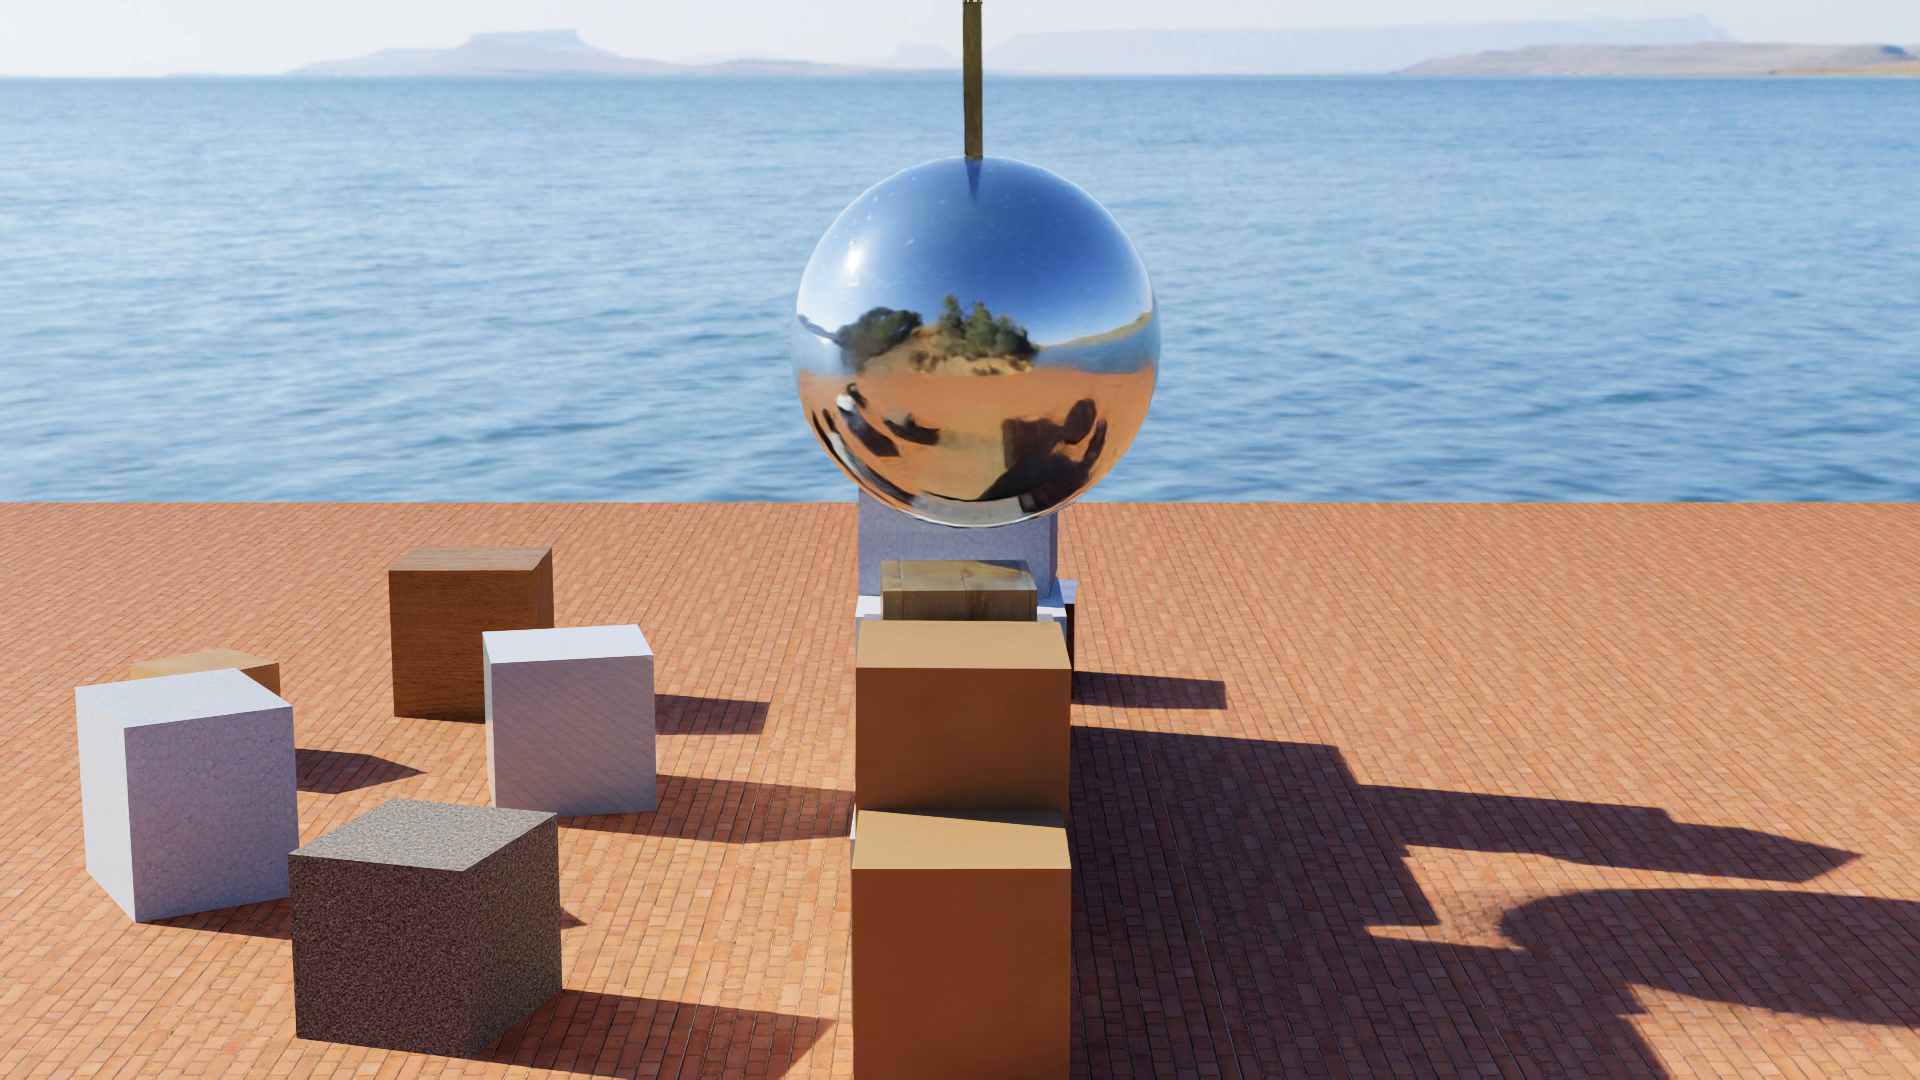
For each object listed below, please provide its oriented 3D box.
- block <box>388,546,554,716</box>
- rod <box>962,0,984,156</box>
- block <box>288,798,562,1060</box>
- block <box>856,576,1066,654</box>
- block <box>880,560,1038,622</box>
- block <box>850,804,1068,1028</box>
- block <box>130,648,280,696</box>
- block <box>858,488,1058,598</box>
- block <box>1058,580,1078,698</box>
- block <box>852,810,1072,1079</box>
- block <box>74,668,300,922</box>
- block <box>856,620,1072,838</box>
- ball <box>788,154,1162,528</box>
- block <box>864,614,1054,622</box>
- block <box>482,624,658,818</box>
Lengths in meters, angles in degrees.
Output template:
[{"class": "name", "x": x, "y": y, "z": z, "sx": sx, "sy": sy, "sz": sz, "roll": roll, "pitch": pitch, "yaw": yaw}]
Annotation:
[{"class": "block", "x": -2.737, "y": 0.507, "z": 14.468, "sx": 0.790, "sy": 0.826, "sz": 0.719, "roll": 0, "pitch": 10, "yaw": -1}, {"class": "rod", "x": 0.029, "y": -4.192, "z": 10.418, "sx": 0.080, "sy": 5.200, "sz": 0.080, "roll": -1, "pitch": 10, "yaw": 0}, {"class": "block", "x": -1.996, "y": 1.443, "z": 9.654, "sx": 0.708, "sy": 0.707, "sz": 0.764, "roll": 3, "pitch": 11, "yaw": 17}, {"class": "block", "x": 0.002, "y": 0.769, "z": 12.503, "sx": 0.984, "sy": 1.013, "sz": 0.965, "roll": 0, "pitch": 10, "yaw": 0}, {"class": "block", "x": -0.014, "y": 0.464, "z": 10.484, "sx": 0.609, "sy": 0.656, "sz": 0.641, "roll": 0, "pitch": 10, "yaw": -3}, {"class": "block", "x": -0.004, "y": 1.384, "z": 9.902, "sx": 0.802, "sy": 0.734, "sz": 0.837, "roll": 0, "pitch": 10, "yaw": 0}, {"class": "block", "x": -3.881, "y": 0.889, "z": 13.228, "sx": 0.526, "sy": 0.519, "sz": 0.545, "roll": 10, "pitch": 14, "yaw": 42}, {"class": "block", "x": 0.003, "y": -0.230, "z": 12.698, "sx": 0.925, "sy": 0.883, "sz": 0.800, "roll": 1, "pitch": 10, "yaw": 5}, {"class": "block", "x": 0.385, "y": 0.565, "z": 14.913, "sx": 0.577, "sy": 0.552, "sz": 0.693, "roll": 1, "pitch": 10, "yaw": 4}, {"class": "block", "x": 0.004, "y": 1.468, "z": 9.120, "sx": 0.744, "sy": 0.848, "sz": 0.710, "roll": 0, "pitch": 10, "yaw": 0}, {"class": "block", "x": -3.374, "y": 1.093, "z": 11.203, "sx": 0.709, "sy": 0.842, "sz": 0.840, "roll": -6, "pitch": 12, "yaw": -31}, {"class": "block", "x": 0.003, "y": 0.710, "z": 9.738, "sx": 0.782, "sy": 0.651, "sz": 0.772, "roll": 0, "pitch": 11, "yaw": -1}, {"class": "ball", "x": 0.066, "y": -0.847, "z": 11.026, "sx": 1.600, "sy": 1.600, "sz": 1.600, "roll": 0, "pitch": 10, "yaw": 0}, {"class": "block", "x": -0.005, "y": 0.933, "z": 11.560, "sx": 0.874, "sy": 1.028, "sz": 0.948, "roll": 0, "pitch": 10, "yaw": 0}, {"class": "block", "x": -1.917, "y": 0.882, "z": 12.561, "sx": 0.766, "sy": 0.771, "sz": 0.705, "roll": -2, "pitch": 11, "yaw": -13}]
